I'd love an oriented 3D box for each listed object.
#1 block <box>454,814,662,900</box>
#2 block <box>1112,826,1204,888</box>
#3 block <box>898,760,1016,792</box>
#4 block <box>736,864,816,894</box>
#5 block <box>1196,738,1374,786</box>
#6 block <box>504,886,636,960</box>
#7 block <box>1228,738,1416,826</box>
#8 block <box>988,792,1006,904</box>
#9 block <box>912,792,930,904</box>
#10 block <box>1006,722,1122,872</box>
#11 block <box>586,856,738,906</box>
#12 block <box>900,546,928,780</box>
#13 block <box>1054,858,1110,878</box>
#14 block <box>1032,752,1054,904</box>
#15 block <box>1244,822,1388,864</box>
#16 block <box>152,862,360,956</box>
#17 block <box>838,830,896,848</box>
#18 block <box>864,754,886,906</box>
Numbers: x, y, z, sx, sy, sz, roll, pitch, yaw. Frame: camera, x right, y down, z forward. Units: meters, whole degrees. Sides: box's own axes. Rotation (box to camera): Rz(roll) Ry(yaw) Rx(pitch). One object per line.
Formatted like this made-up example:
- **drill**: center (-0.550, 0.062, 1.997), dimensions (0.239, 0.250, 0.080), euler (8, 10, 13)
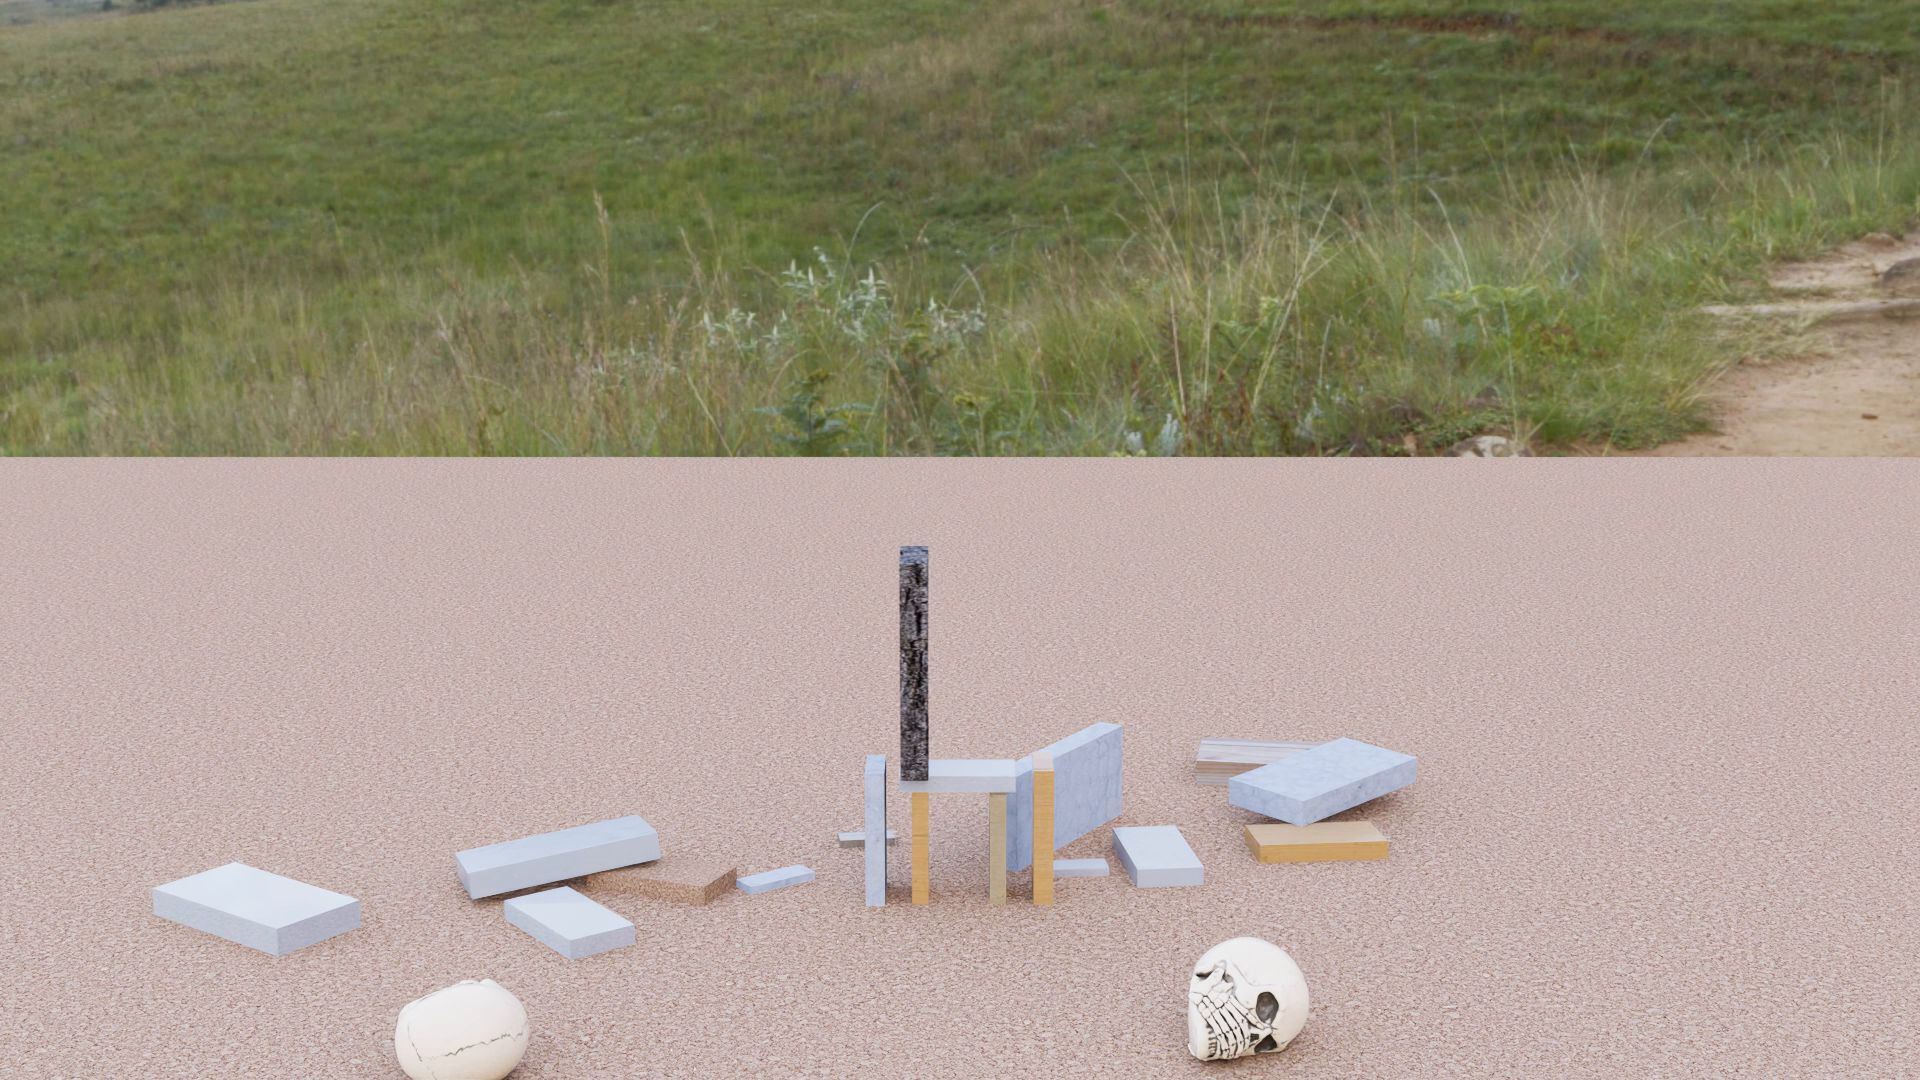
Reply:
- **block**: center (-0.681, 0.534, 3.720), dimensions (0.318, 0.045, 0.159), euler (-10, 8, -19)
- **block**: center (0.341, 0.547, 3.811), dimensions (0.114, 0.032, 0.228), euler (-1, 11, -7)
- **block**: center (-0.004, 0.389, 3.630), dimensions (0.191, 0.027, 0.095), euler (0, 11, 0)
- **block**: center (-0.311, 0.574, 3.718), dimensions (0.127, 0.014, 0.049), euler (-8, 13, -37)
- **block**: center (0.643, 0.442, 4.332), dimensions (0.341, 0.048, 0.171), euler (2, 11, 10)
- **block**: center (-0.622, 0.606, 3.493), dimensions (0.113, 0.032, 0.225), euler (-8, 13, -37)
- **block**: center (0.676, 0.446, 4.085), dimensions (0.341, 0.048, 0.171), euler (-13, 18, -42)
- **block**: center (0.062, 0.497, 3.648), dimensions (0.027, 0.191, 0.095), euler (0, 11, 0)
- **block**: center (-0.065, 0.497, 3.648), dimensions (0.027, 0.191, 0.095), euler (0, 11, 0)
- **block**: center (0.179, 0.454, 3.933), dimensions (0.048, 0.171, 0.383), euler (6, 12, 31)
- **block**: center (-0.502, 0.568, 3.703), dimensions (0.225, 0.032, 0.113), euler (4, 11, 22)
- **block**: center (-0.075, 0.200, 3.601), dimensions (0.045, 0.357, 0.159), euler (0, 11, 0)
- **block**: center (0.204, 0.563, 3.775), dimensions (0.097, 0.014, 0.049), euler (-1, 11, -6)
- **block**: center (0.137, 0.477, 3.652), dimensions (0.032, 0.228, 0.114), euler (0, 11, 0)
- **block**: center (0.629, 0.533, 3.886), dimensions (0.228, 0.032, 0.114), euler (-1, 11, -6)
- **block**: center (-1.133, 0.591, 3.539), dimensions (0.318, 0.045, 0.159), euler (7, 13, 35)
- **block**: center (-0.168, 0.534, 3.931), dimensions (0.097, 0.014, 0.049), euler (-2, 11, -10)
- **block**: center (-0.139, 0.480, 3.644), dimensions (0.032, 0.225, 0.113), euler (0, 11, 0)
